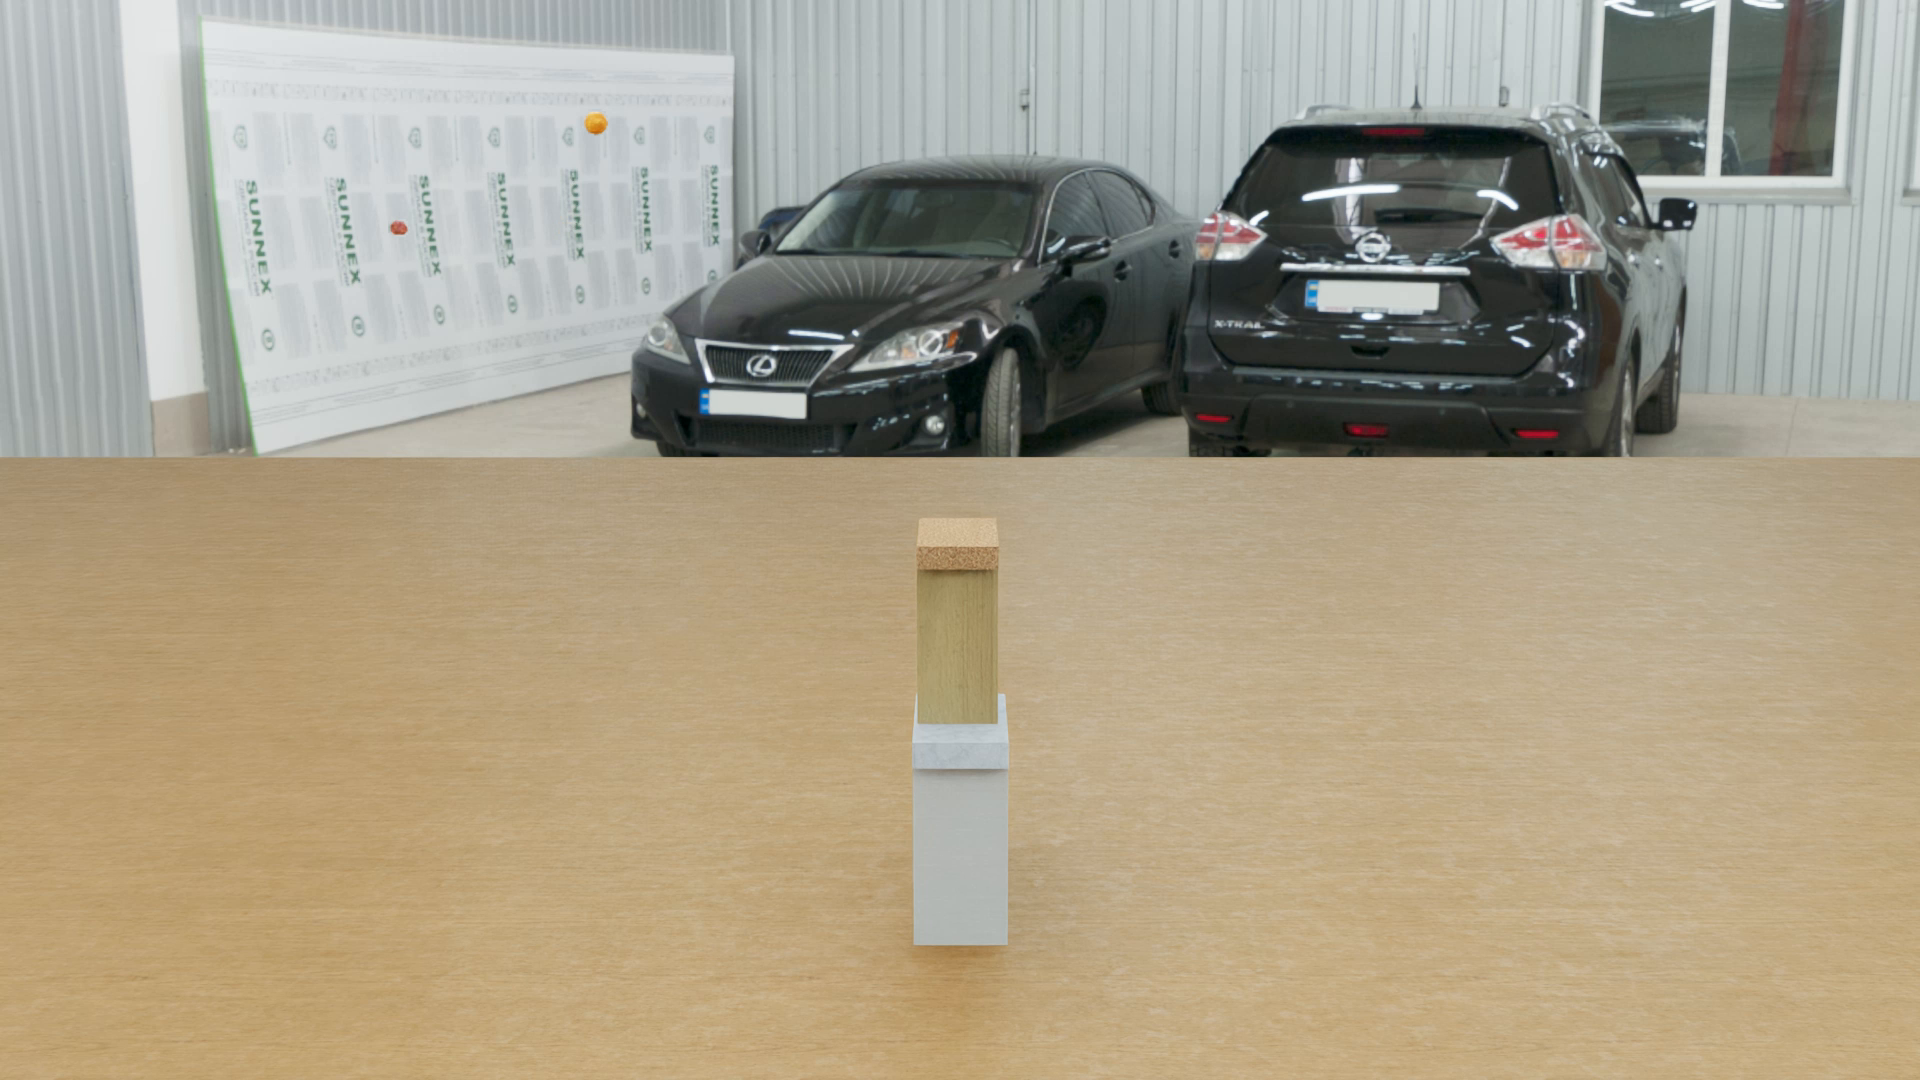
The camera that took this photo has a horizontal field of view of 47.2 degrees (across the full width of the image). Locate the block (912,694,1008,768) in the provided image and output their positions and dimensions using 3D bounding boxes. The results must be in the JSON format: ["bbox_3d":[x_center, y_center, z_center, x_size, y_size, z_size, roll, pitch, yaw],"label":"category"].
[{"bbox_3d":[0.001,0.302,3.496,0.147,0.042,0.294,0,11,0],"label":"block"}]

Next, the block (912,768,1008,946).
[{"bbox_3d":[0.001,0.485,3.430,0.147,0.294,0.042,0,11,0],"label":"block"}]

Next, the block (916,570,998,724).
[{"bbox_3d":[-0.004,0.161,3.447,0.126,0.252,0.036,0,11,0],"label":"block"}]

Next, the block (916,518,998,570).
[{"bbox_3d":[-0.003,0.005,3.503,0.126,0.036,0.252,0,11,0],"label":"block"}]
